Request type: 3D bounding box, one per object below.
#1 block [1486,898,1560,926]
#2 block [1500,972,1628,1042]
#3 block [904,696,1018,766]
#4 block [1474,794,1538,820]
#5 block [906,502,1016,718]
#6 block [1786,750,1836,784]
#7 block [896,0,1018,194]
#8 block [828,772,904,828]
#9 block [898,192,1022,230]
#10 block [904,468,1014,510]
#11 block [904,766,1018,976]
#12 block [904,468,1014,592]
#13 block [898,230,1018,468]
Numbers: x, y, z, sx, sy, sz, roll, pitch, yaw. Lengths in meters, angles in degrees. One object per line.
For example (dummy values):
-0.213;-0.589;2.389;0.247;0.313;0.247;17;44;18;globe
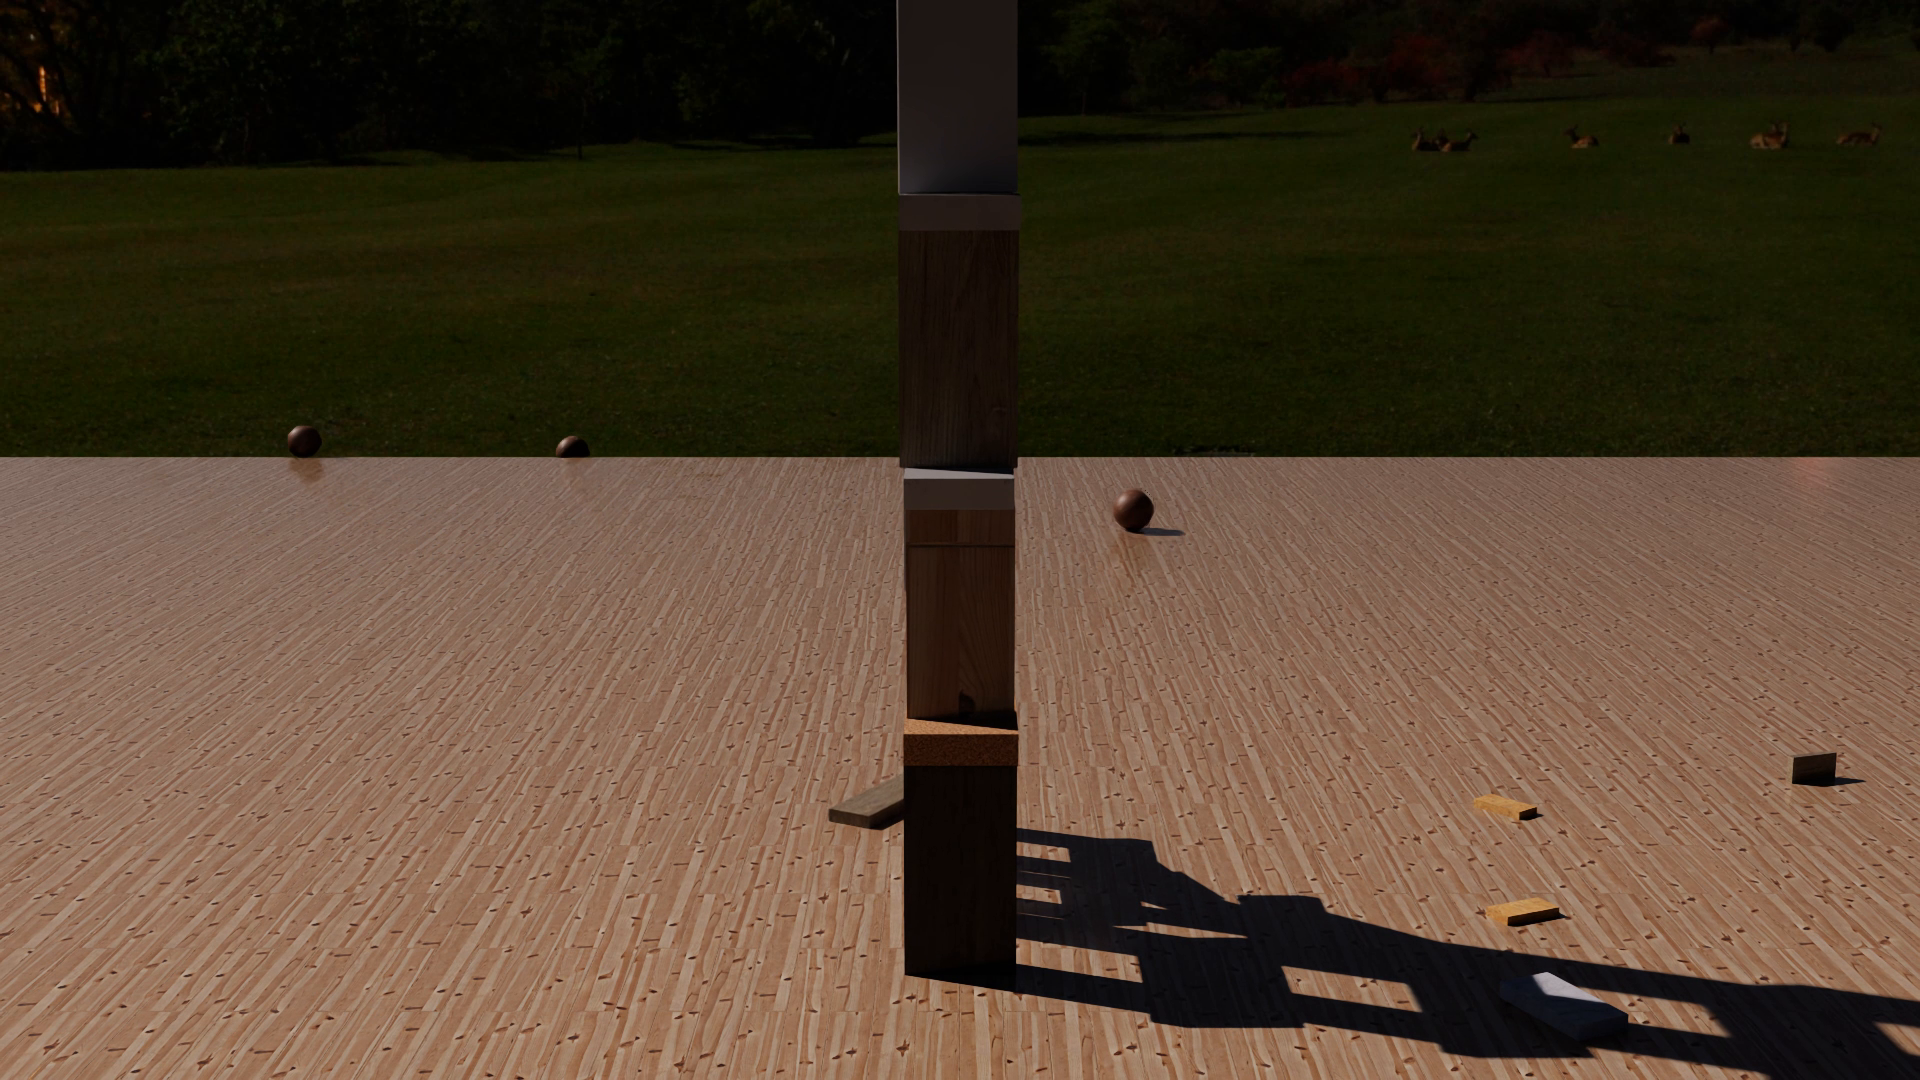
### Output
0.912;0.602;3.564;0.105;0.015;0.053;-5;12;-25;block
0.868;0.671;3.167;0.087;0.025;0.175;-5;12;-24;block
0.002;0.276;3.383;0.168;0.048;0.337;0;11;0;block
1.020;0.499;4.117;0.053;0.015;0.105;-8;13;-38;block
0.001;0.105;3.291;0.162;0.323;0.046;0;11;0;block
1.668;0.445;4.307;0.105;0.053;0.015;-4;11;-20;block
-0.004;-0.694;3.266;0.175;0.351;0.050;-1;8;-5;block
-0.136;0.489;4.145;0.087;0.025;0.272;6;12;29;block
-0.004;-0.508;3.373;0.178;0.050;0.355;0;11;-1;block
-0.001;-0.096;3.365;0.162;0.046;0.323;0;11;0;block
0.000;0.486;3.307;0.168;0.337;0.048;0;11;0;block
-0.002;-0.213;3.551;0.178;0.595;0.050;0;11;2;block
-0.002;-0.288;3.298;0.178;0.356;0.050;0;11;1;block
